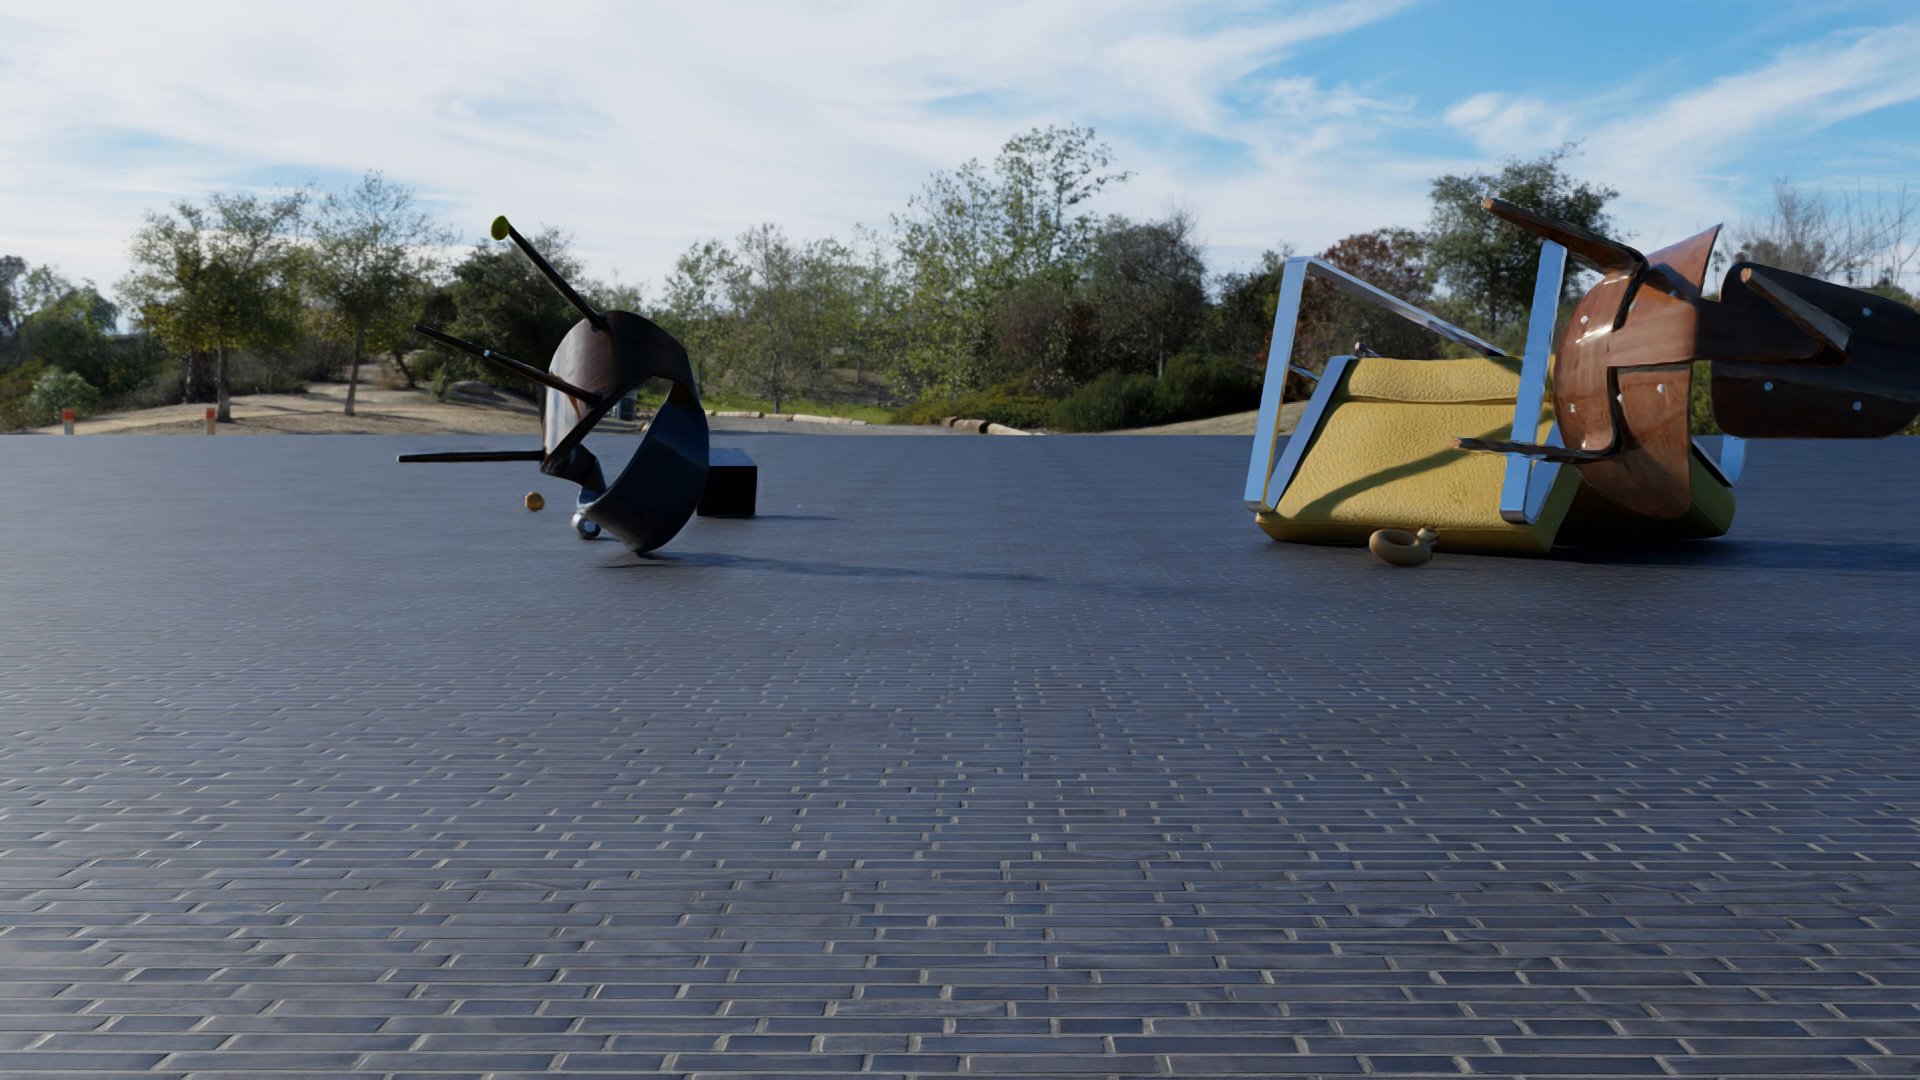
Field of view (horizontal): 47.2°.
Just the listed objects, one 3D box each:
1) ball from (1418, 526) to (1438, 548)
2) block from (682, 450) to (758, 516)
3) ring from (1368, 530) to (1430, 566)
[{"bbox_3d":[1.257,-0.007,5.909,0.057,0.057,0.057,0,4,0],"label":"ball"},{"bbox_3d":[-0.860,-0.205,7.870,0.213,0.181,0.212,-1,19,-21],"label":"block"},{"bbox_3d":[1.117,0.020,5.587,0.161,0.060,0.091,15,42,23],"label":"ring"}]
